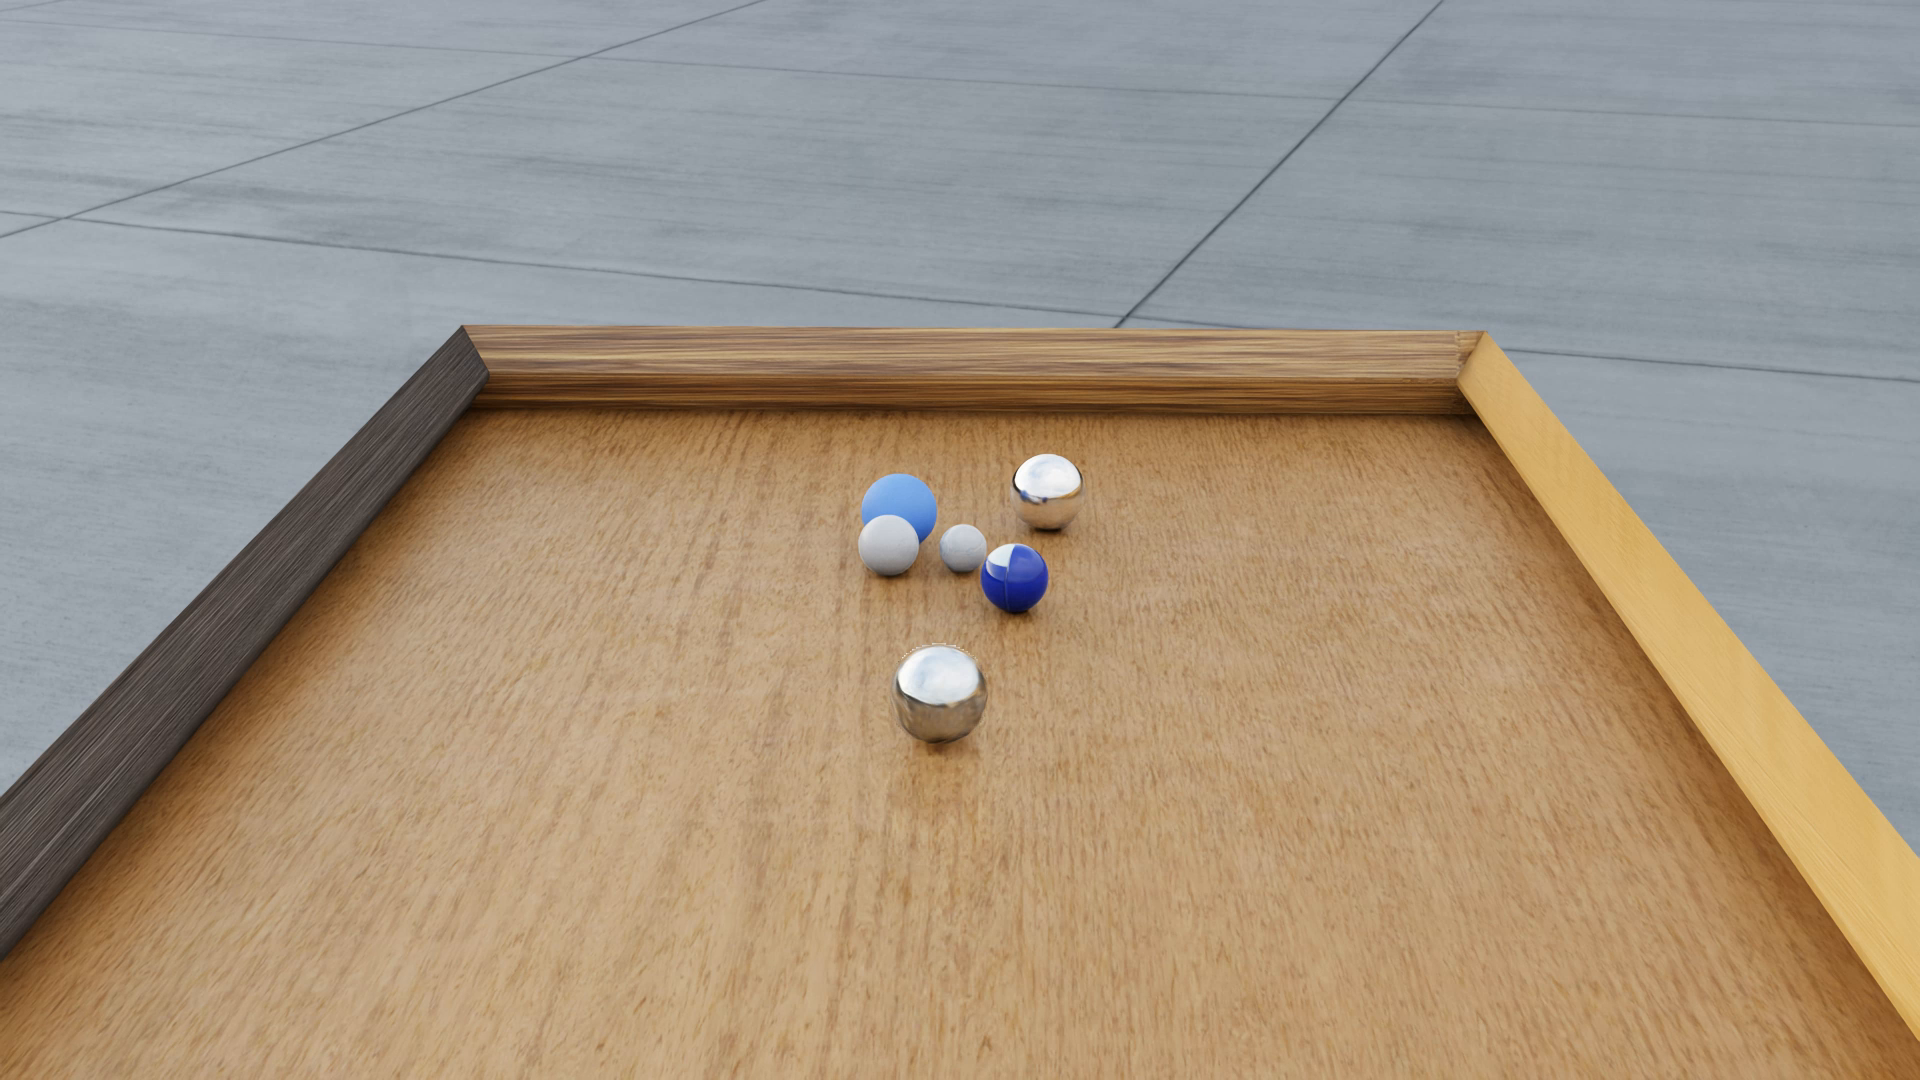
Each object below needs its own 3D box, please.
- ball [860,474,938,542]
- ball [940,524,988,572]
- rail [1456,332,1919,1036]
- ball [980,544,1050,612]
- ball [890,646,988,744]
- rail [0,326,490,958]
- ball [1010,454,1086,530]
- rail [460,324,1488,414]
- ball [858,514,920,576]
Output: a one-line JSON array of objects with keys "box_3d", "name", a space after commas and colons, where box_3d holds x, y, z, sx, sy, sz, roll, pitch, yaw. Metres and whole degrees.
[{"box_3d": [-0.069, -0.032, 2.490, 0.086, 0.086, 0.086, 0, 20, 0], "name": "ball"}, {"box_3d": [0.004, 0.009, 2.423, 0.053, 0.053, 0.053, 0, 20, 0], "name": "ball"}, {"box_3d": [0.659, 0.198, 1.795, 0.045, 0.116, 2.551, 0, 20, 1], "name": "rail"}, {"box_3d": [0.057, 0.040, 2.309, 0.072, 0.072, 0.072, 0, 20, 0], "name": "ball"}, {"box_3d": [-0.019, 0.141, 2.000, 0.089, 0.089, 0.089, 0, 20, 0], "name": "ball"}, {"box_3d": [-0.690, 0.187, 1.825, 0.045, 0.116, 2.551, 0, 20, 1], "name": "rail"}, {"box_3d": [0.102, -0.056, 2.552, 0.089, 0.089, 0.089, 0, 20, 0], "name": "ball"}, {"box_3d": [0.015, -0.226, 2.989, 1.396, 0.116, 0.045, 0, 20, 1], "name": "rail"}, {"box_3d": [-0.078, 0.006, 2.412, 0.067, 0.067, 0.067, 0, 20, 0], "name": "ball"}]
